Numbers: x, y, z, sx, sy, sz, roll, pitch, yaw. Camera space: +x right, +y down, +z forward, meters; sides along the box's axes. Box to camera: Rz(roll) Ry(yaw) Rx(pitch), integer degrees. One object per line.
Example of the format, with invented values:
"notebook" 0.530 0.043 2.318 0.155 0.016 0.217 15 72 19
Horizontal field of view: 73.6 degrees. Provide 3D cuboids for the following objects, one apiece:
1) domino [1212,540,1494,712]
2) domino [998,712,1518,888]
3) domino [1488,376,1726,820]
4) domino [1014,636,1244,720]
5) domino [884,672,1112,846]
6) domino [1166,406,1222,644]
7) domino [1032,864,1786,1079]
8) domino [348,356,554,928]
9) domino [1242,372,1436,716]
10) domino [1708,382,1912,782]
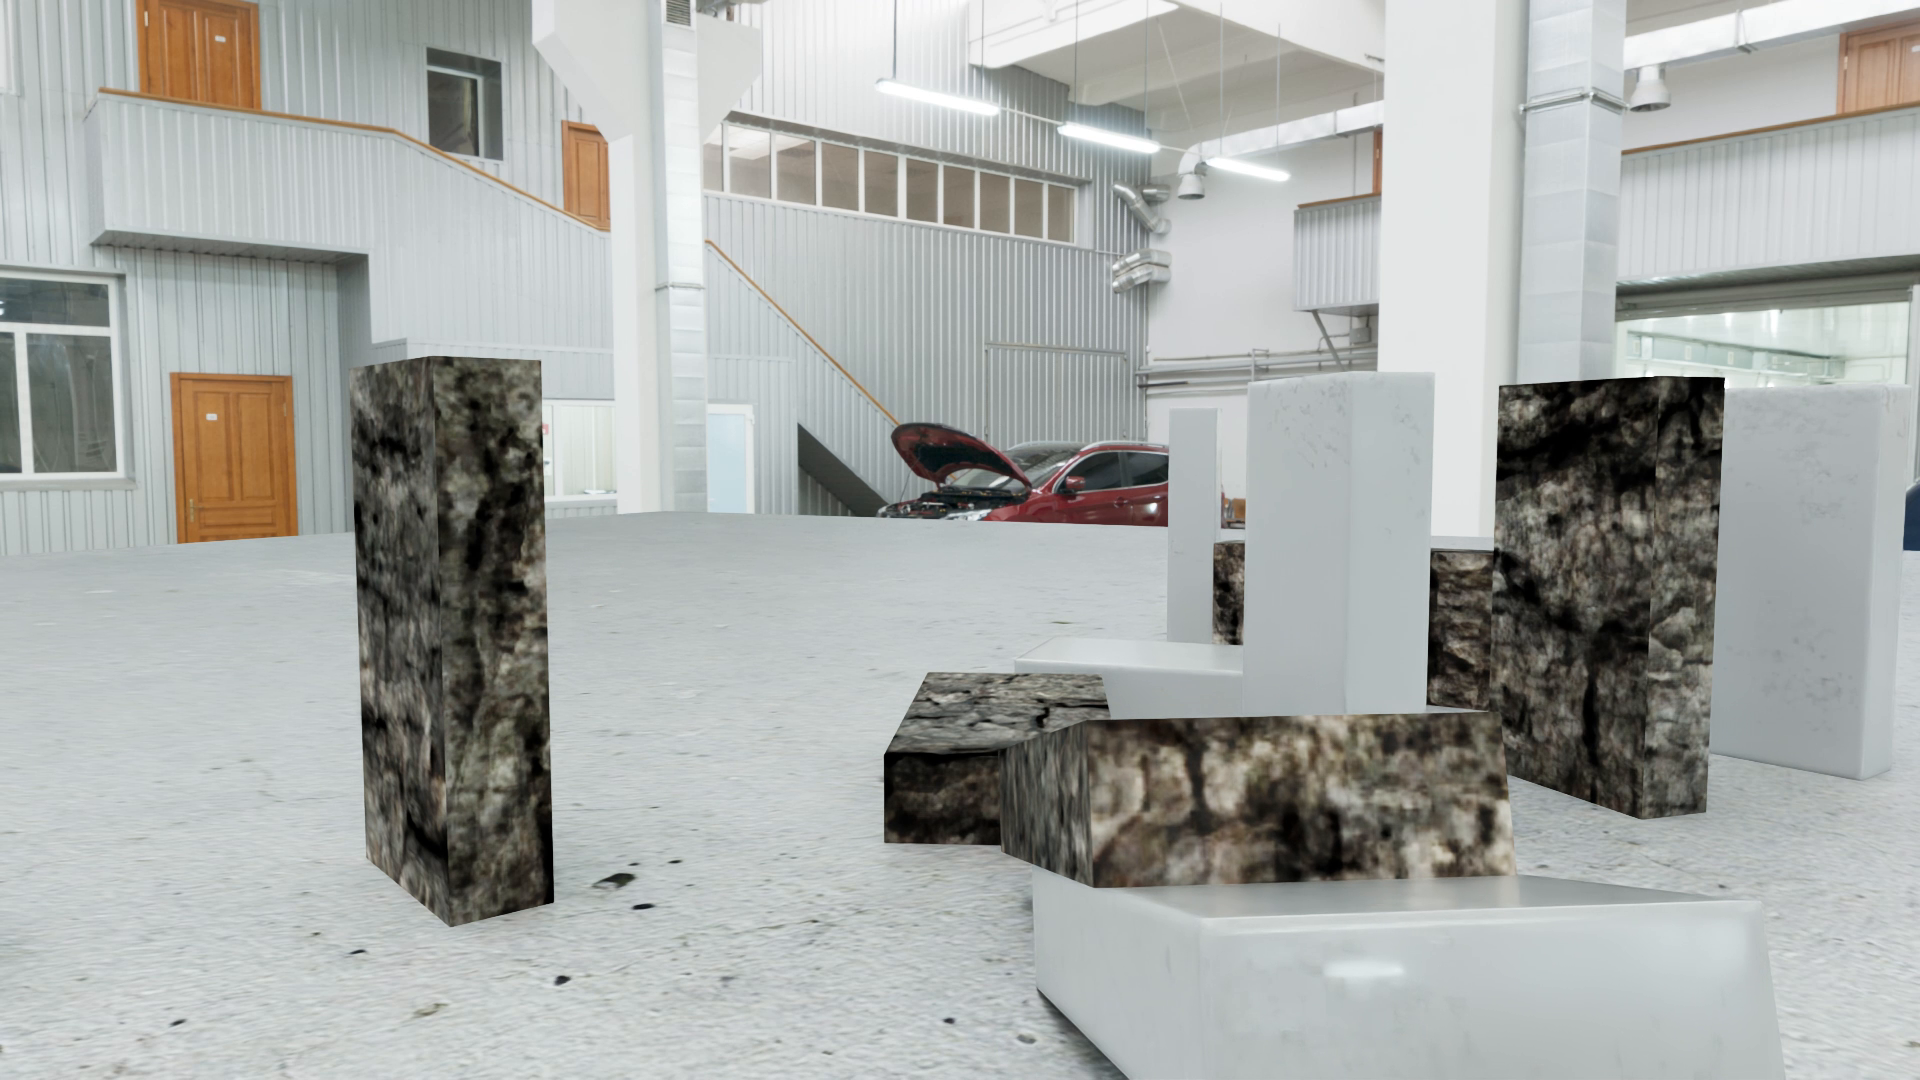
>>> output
"domino" 0.069 0.014 0.219 0.050 0.025 0.009 3 5 31
"domino" 0.018 0.020 0.099 0.025 0.010 0.050 -1 -11 -4
"domino" 0.078 0.006 0.157 0.010 0.050 0.025 -1 5 -18
"domino" 0.036 0.023 0.201 0.050 0.010 0.025 1 5 19
"domino" 0.006 0.026 0.161 0.025 0.010 0.050 0 4 4
"domino" 0.050 -0.003 0.273 0.009 0.050 0.025 1 4 14
"domino" 0.020 0.025 0.078 0.025 0.010 0.050 0 -11 -5
"domino" -0.049 0.008 0.124 0.009 0.050 0.025 -4 6 -40
"domino" 0.043 0.006 0.148 0.009 0.050 0.025 -1 4 -13
"domino" 0.110 0.005 0.173 0.010 0.050 0.025 -3 5 -36
